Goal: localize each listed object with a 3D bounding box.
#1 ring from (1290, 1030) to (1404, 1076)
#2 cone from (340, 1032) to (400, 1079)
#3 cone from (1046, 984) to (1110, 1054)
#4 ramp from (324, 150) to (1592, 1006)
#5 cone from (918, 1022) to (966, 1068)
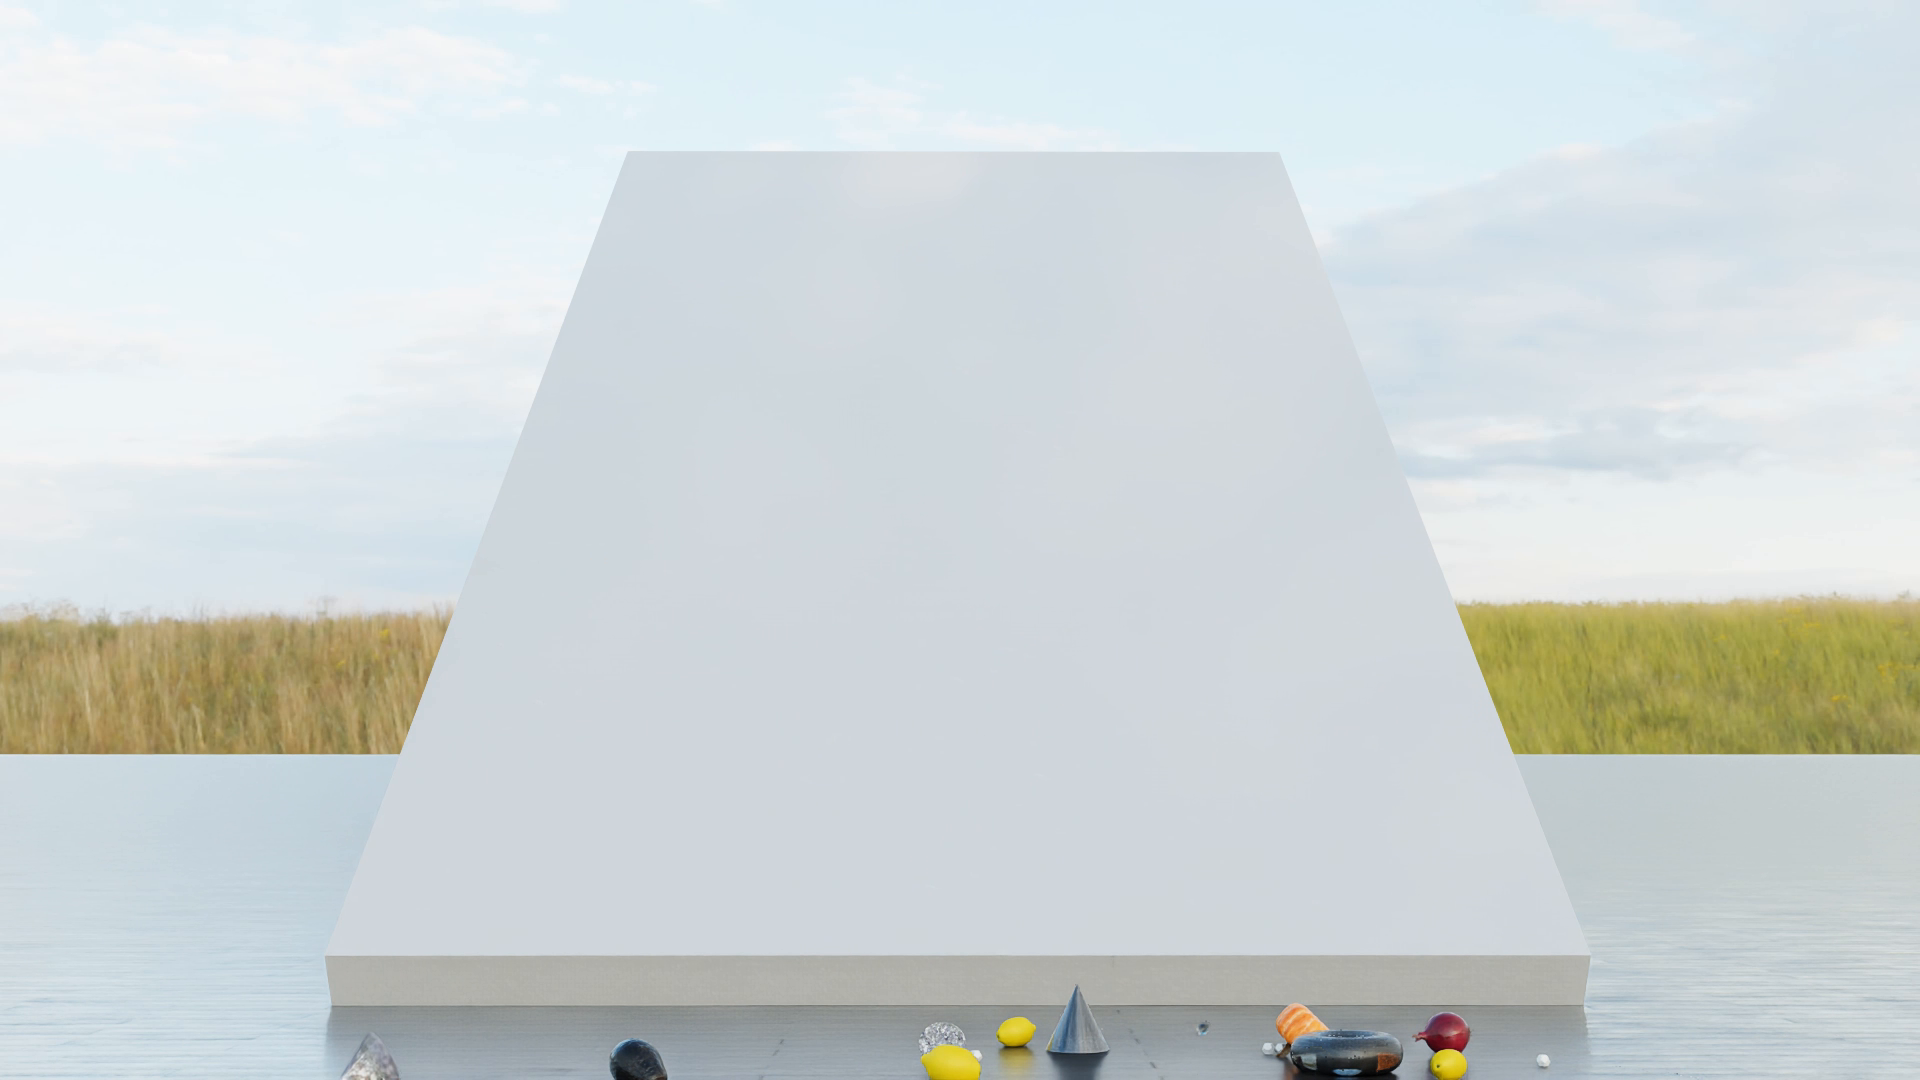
[{"bbox_3d":[0.493,0.653,3.032,0.143,0.048,0.143,-1,-6,0],"label":"ring"},{"bbox_3d":[-0.732,0.649,2.896,0.071,0.071,0.071,-28,11,-31],"label":"cone"},{"bbox_3d":[0.161,0.652,3.256,0.088,0.088,0.088,0,-5,0],"label":"cone"},{"bbox_3d":[-0.011,-0.225,5.552,2.000,0.100,4.000,0,28,0],"label":"ramp"},{"bbox_3d":[-0.021,0.670,3.107,0.061,0.061,0.061,0,-32,4],"label":"cone"}]
